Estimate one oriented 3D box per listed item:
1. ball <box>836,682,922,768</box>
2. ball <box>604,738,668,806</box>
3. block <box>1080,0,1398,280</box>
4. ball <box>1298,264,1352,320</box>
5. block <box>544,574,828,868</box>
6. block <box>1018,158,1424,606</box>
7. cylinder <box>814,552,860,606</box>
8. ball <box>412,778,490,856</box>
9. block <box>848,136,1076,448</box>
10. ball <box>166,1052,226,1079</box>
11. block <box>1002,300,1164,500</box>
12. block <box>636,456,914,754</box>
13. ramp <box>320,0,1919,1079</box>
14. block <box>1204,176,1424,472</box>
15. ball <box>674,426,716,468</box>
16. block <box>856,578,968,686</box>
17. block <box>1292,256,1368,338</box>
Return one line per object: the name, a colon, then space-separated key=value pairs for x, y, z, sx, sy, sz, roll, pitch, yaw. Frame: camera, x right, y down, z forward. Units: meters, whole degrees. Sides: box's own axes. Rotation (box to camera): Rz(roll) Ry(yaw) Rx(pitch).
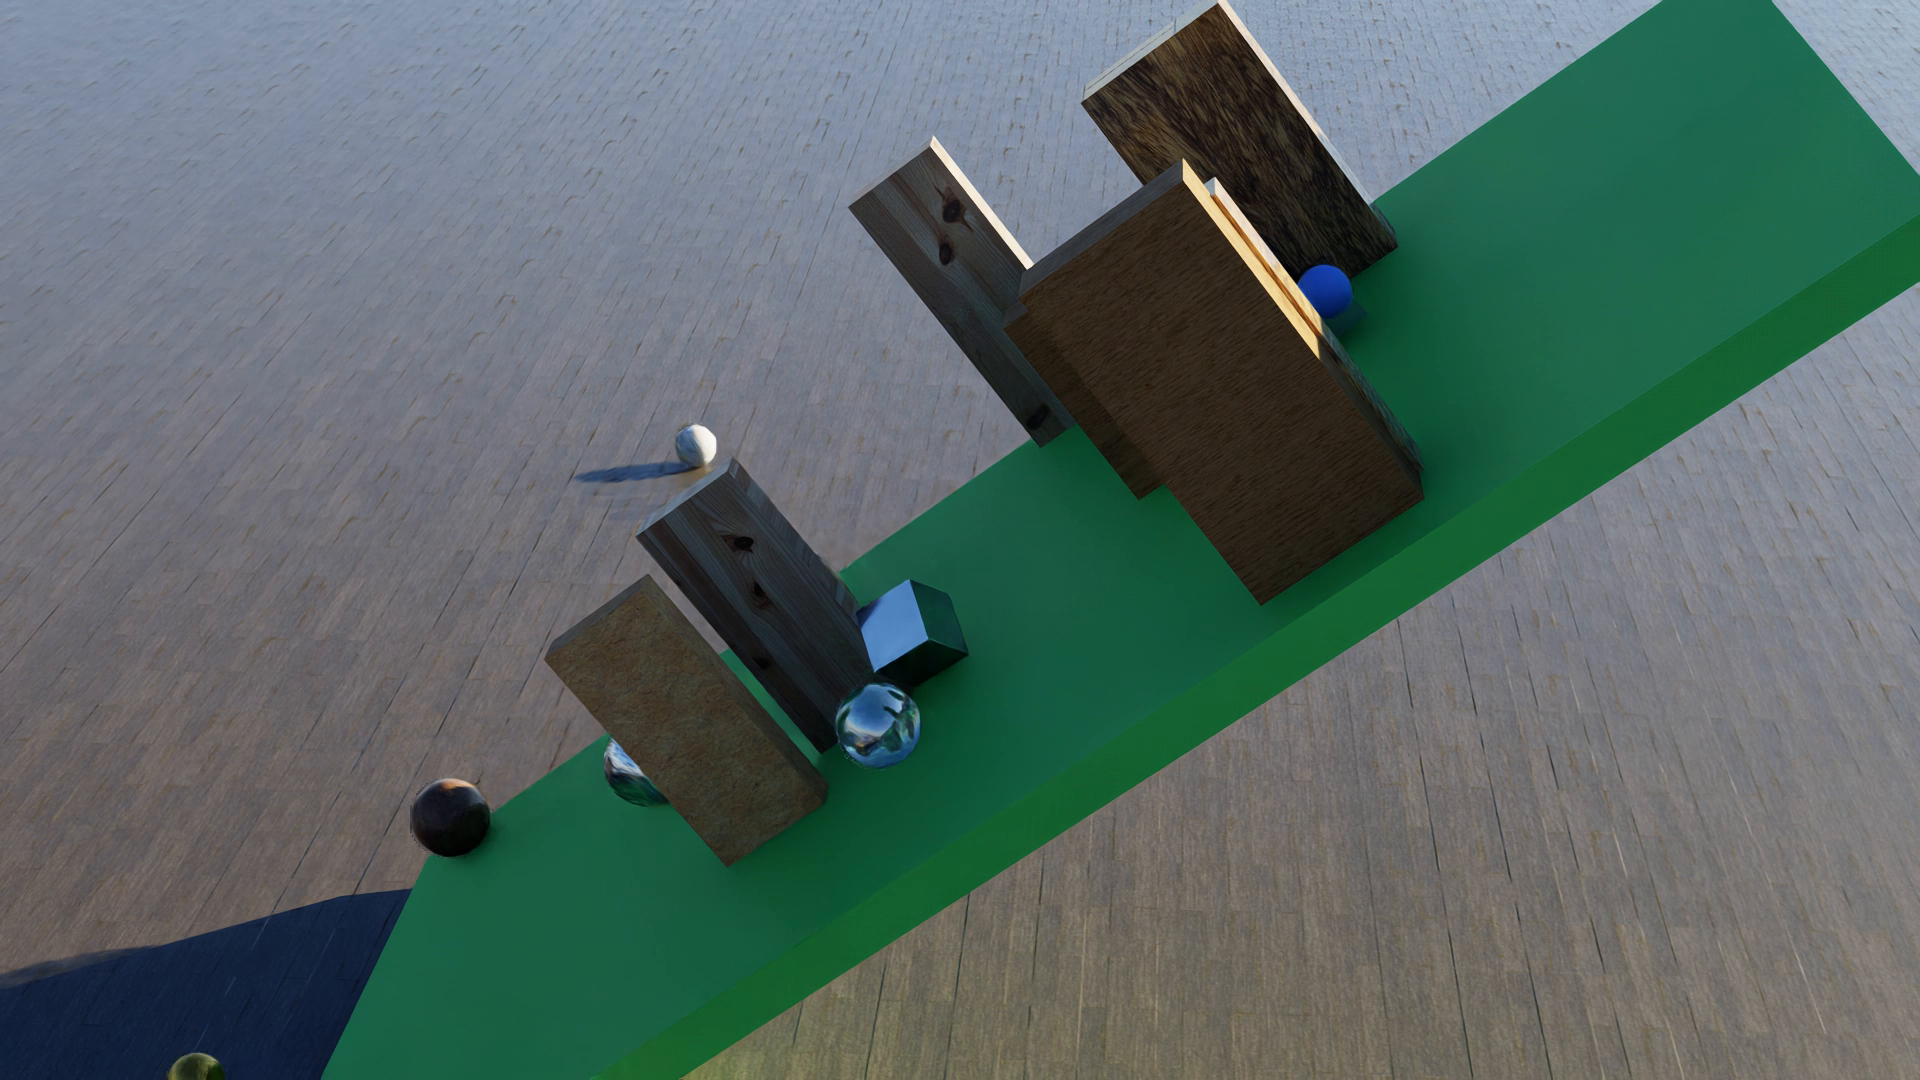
ball: x=-0.165 y=0.374 z=5.940 sx=0.173 sy=0.173 sz=0.173 roll=0 pitch=23 yaw=0
ball: x=-0.717 y=0.511 z=6.762 sx=0.204 sy=0.204 sz=0.204 roll=0 pitch=23 yaw=0
block: x=0.623 y=-0.831 z=6.553 sx=0.371 sy=0.682 sz=0.139 roll=-35 pitch=16 yaw=17
ball: x=0.768 y=-0.523 z=6.205 sx=0.115 sy=0.115 sz=0.115 roll=0 pitch=23 yaw=0
block: x=-0.560 y=0.376 z=6.056 sx=0.260 sy=0.590 sz=0.089 roll=-35 pitch=16 yaw=17
block: x=0.470 y=-0.277 z=5.264 sx=0.357 sy=0.730 sz=0.142 roll=-35 pitch=16 yaw=17
cylinder: x=-0.364 y=0.156 z=6.976 sx=0.186 sy=0.186 sz=0.186 roll=-38 pitch=24 yaw=6
ball: x=-1.308 y=0.713 z=7.554 sx=0.200 sy=0.200 sz=0.200 roll=0 pitch=23 yaw=0
block: x=0.066 y=-0.587 z=7.014 sx=0.247 sy=0.751 sz=0.093 roll=-35 pitch=16 yaw=17
ball: x=-1.775 y=1.260 z=6.841 sx=0.135 sy=0.135 sz=0.135 roll=0 pitch=23 yaw=0
block: x=0.393 y=-0.392 z=6.232 sx=0.386 sy=0.480 sz=0.126 roll=-35 pitch=16 yaw=17
block: x=-0.387 y=0.142 z=6.246 sx=0.253 sy=0.626 sz=0.087 roll=-35 pitch=16 yaw=17
ramp: x=0.127 y=0.180 z=6.325 sx=4.000 sy=0.100 sz=2.000 roll=-35 pitch=16 yaw=17
block: x=0.525 y=-0.303 z=5.368 sx=0.320 sy=0.647 sz=0.111 roll=-35 pitch=16 yaw=17
ball: x=-0.954 y=-0.339 z=10.624 sx=0.152 sy=0.152 sz=0.152 roll=0 pitch=23 yaw=0
block: x=-0.101 y=0.197 z=6.219 sx=0.148 sy=0.148 sz=0.148 roll=23 pitch=42 yaw=-52
block: x=0.777 y=-0.511 z=6.338 sx=0.130 sy=0.130 sz=0.130 roll=-37 pitch=16 yaw=8
